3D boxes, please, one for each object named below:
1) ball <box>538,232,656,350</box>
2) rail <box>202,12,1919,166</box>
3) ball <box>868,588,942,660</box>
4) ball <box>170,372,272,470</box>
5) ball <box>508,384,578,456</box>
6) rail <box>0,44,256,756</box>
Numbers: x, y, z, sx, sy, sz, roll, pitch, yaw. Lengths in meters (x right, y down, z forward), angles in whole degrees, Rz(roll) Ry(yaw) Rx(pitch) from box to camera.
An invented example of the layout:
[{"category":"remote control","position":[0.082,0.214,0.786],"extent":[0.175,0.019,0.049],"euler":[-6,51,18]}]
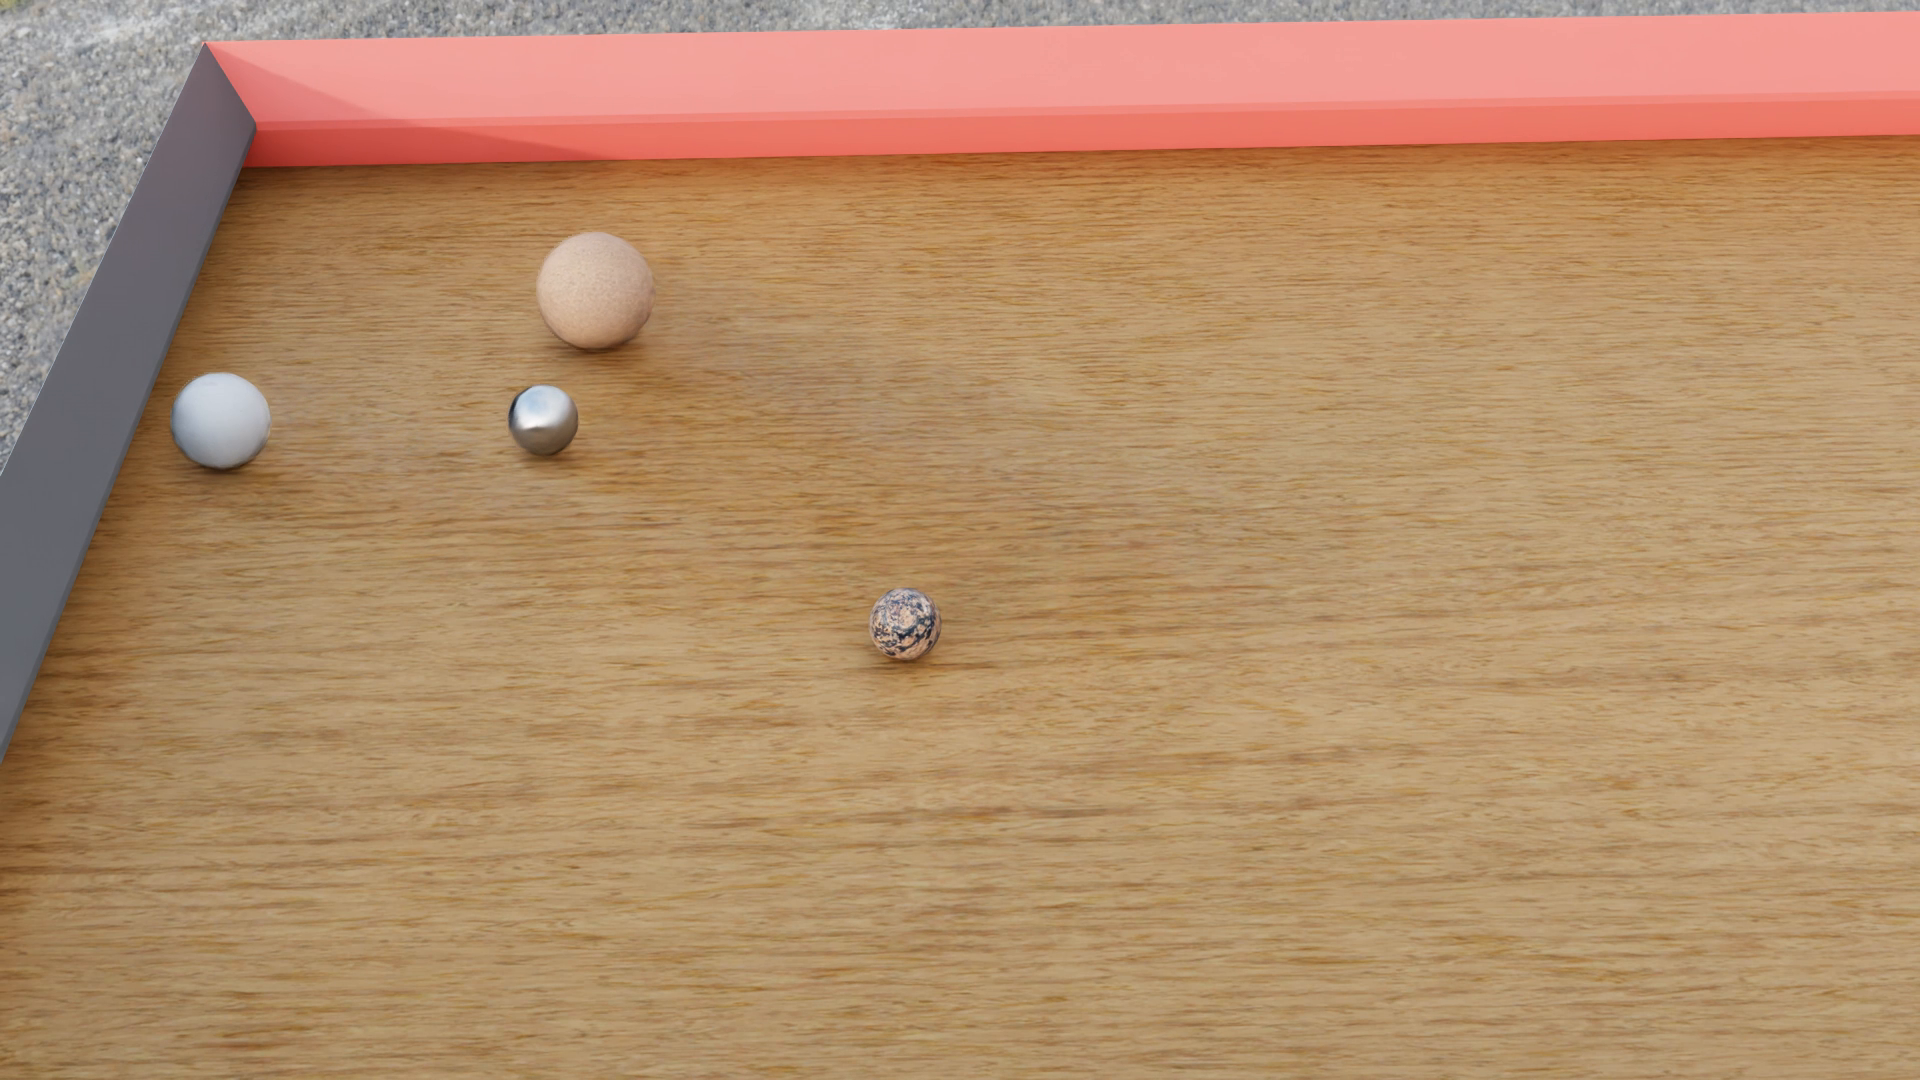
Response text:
[{"category":"ball","position":[-0.293,-0.200,2.069],"extent":[0.094,0.094,0.094],"euler":[0,35,0]},{"category":"rail","position":[0.617,-0.411,2.341],"extent":[2.580,0.122,0.045],"euler":[-1,35,-2]},{"category":"ball","position":[-0.037,0.057,1.744],"extent":[0.050,0.050,0.050],"euler":[0,35,0]},{"category":"ball","position":[-0.556,-0.090,1.931],"extent":[0.073,0.073,0.073],"euler":[0,35,0]},{"category":"ball","position":[-0.317,-0.091,1.949],"extent":[0.054,0.054,0.054],"euler":[0,35,0]},{"category":"rail","position":[-0.621,-0.008,1.771],"extent":[0.045,0.122,1.337],"euler":[-1,35,-2]}]
